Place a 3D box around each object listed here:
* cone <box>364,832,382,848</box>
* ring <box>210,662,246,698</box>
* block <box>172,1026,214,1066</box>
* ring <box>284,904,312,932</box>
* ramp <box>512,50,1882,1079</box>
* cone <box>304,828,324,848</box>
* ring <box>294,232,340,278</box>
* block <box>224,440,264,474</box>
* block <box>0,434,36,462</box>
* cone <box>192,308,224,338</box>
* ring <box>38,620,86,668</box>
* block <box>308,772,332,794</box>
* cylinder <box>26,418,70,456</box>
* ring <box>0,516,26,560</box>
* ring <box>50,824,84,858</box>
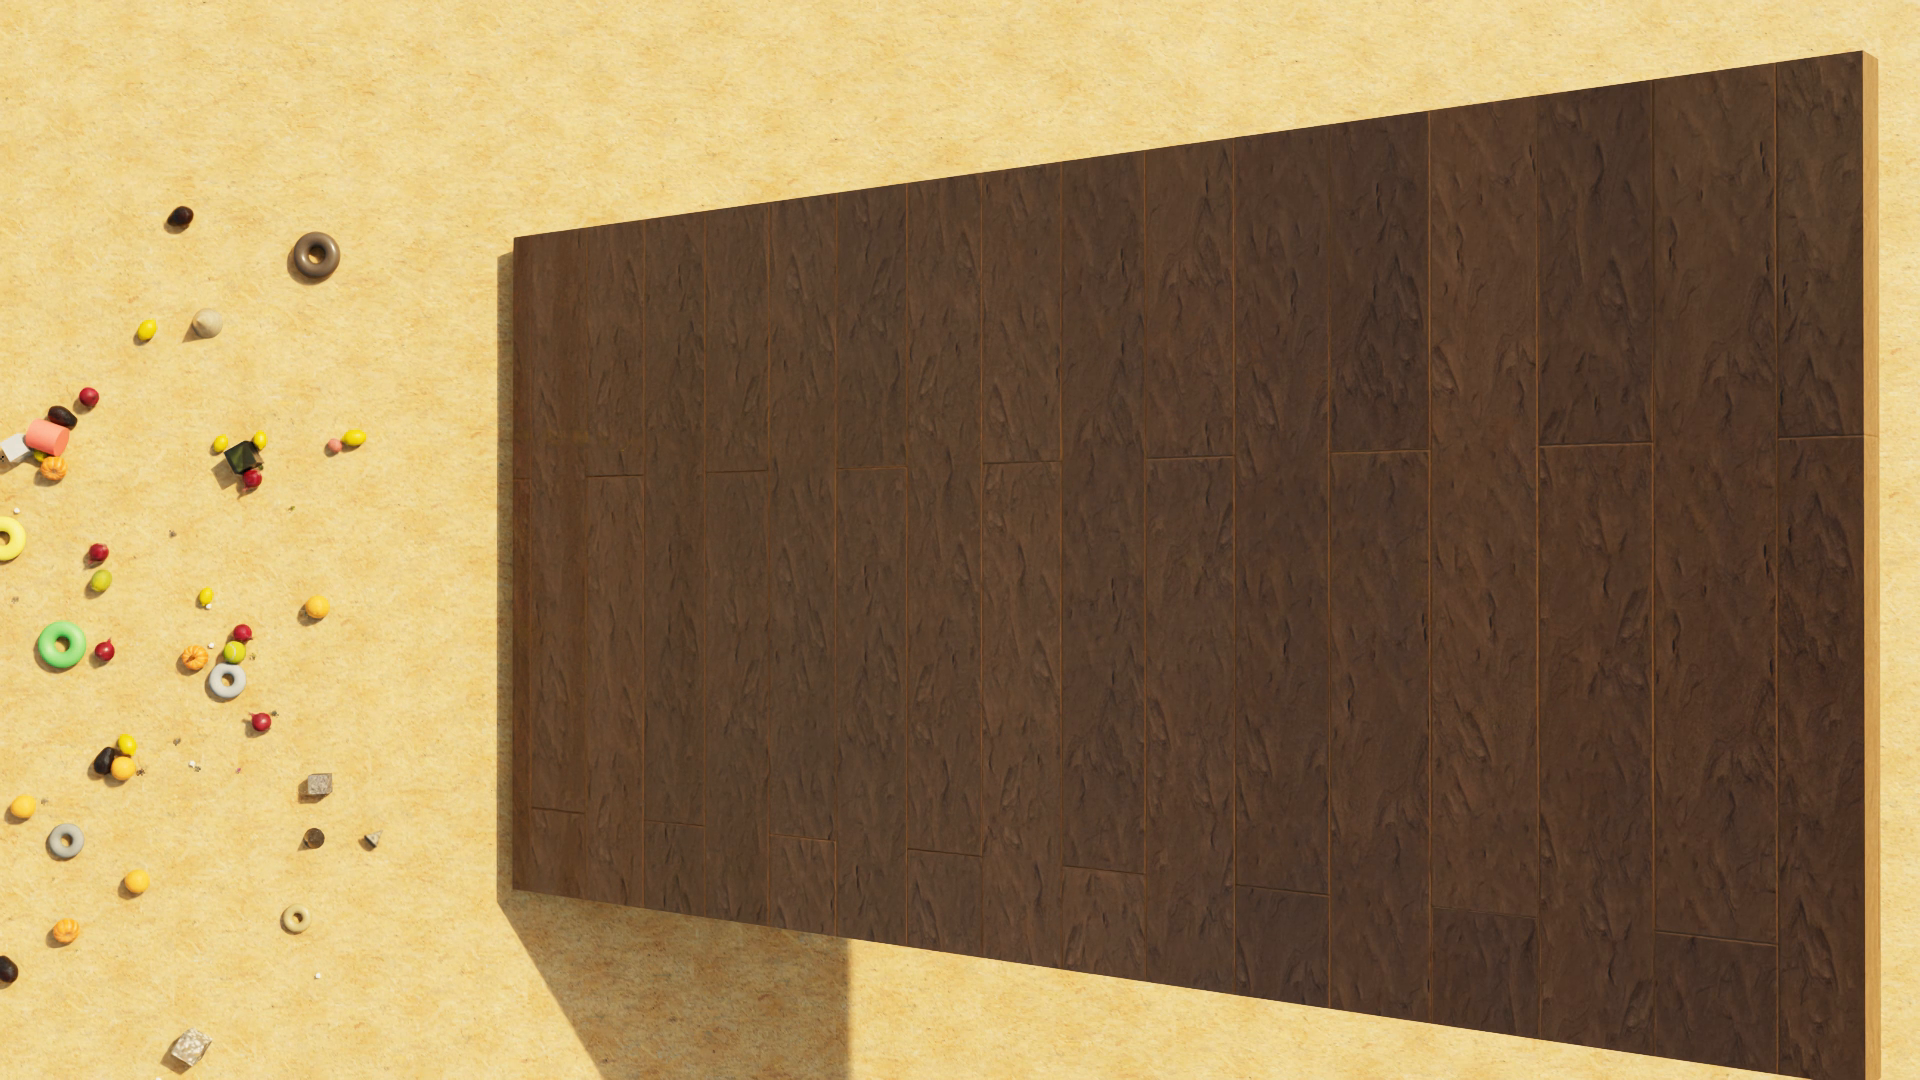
[{"bbox_3d":[-1.806,0.915,6.808,0.054,0.054,0.054,-36,90,-36],"label":"cone"},{"bbox_3d":[-2.266,0.433,6.805,0.116,0.039,0.116,0,89,-1],"label":"ring"},{"bbox_3d":[-2.366,1.560,6.778,0.076,0.076,0.076,31,90,0],"label":"block"},{"bbox_3d":[-2.049,1.169,6.804,0.090,0.030,0.090,0,90,1],"label":"ring"},{"bbox_3d":[0.217,0.062,5.532,4.000,0.100,2.000,0,90,39],"label":"ramp"},{"bbox_3d":[-2.003,0.925,6.787,0.066,0.066,0.066,0,90,0],"label":"cone"},{"bbox_3d":[-1.992,-0.882,6.808,0.148,0.049,0.148,0,91,0],"label":"ring"},{"bbox_3d":[-2.211,-0.254,6.790,0.076,0.076,0.076,-29,90,0],"label":"block"},{"bbox_3d":[-2.910,-0.285,6.796,0.065,0.065,0.065,-30,90,0],"label":"block"},{"bbox_3d":[-2.337,-0.673,6.782,0.096,0.096,0.096,0,90,0],"label":"cone"},{"bbox_3d":[-2.776,0.322,6.800,0.147,0.049,0.147,0,89,-1],"label":"ring"},{"bbox_3d":[-1.976,0.752,6.792,0.058,0.058,0.058,-2,90,0],"label":"block"},{"bbox_3d":[-2.814,-0.317,6.782,0.093,0.093,0.093,20,90,0],"label":"cylinder"},{"bbox_3d":[-2.960,-0.005,6.804,0.138,0.046,0.138,0,91,0],"label":"ring"},{"bbox_3d":[-2.764,0.930,6.803,0.109,0.036,0.109,0,89,-1],"label":"ring"}]
